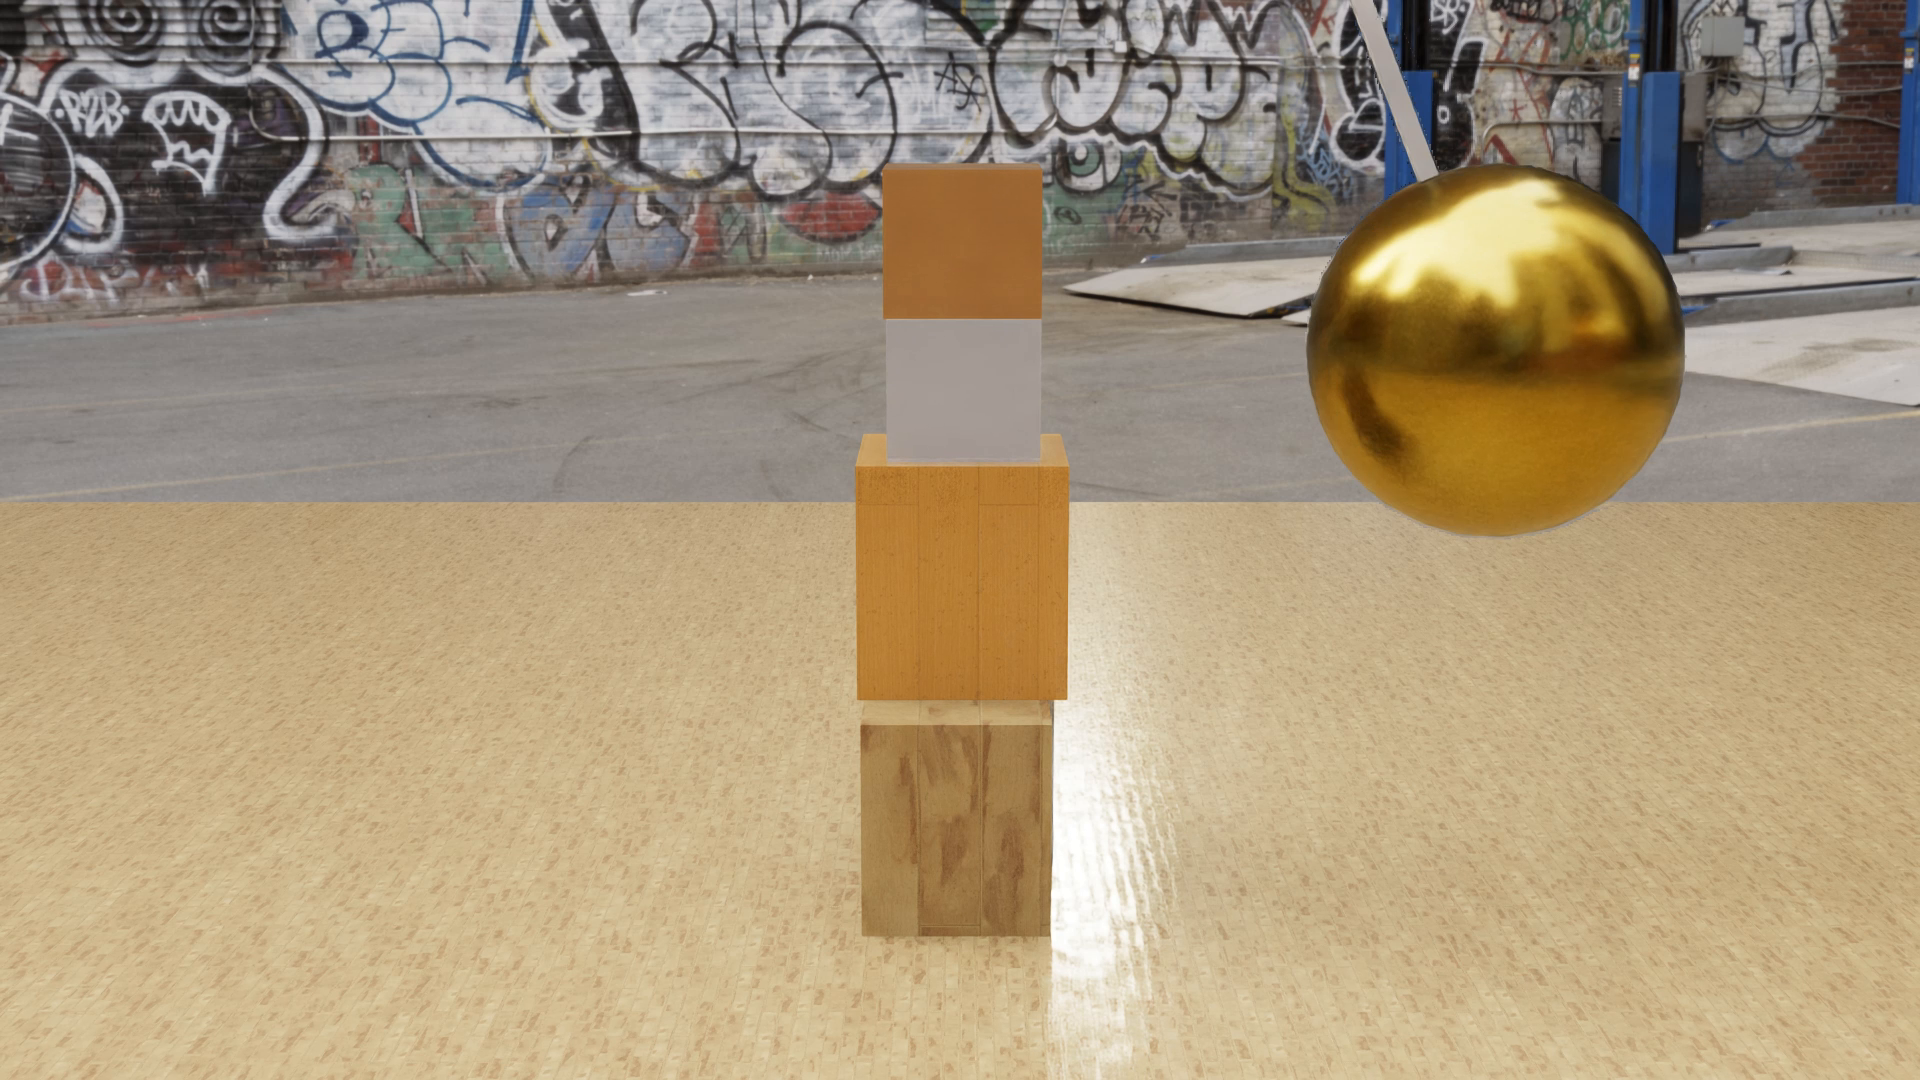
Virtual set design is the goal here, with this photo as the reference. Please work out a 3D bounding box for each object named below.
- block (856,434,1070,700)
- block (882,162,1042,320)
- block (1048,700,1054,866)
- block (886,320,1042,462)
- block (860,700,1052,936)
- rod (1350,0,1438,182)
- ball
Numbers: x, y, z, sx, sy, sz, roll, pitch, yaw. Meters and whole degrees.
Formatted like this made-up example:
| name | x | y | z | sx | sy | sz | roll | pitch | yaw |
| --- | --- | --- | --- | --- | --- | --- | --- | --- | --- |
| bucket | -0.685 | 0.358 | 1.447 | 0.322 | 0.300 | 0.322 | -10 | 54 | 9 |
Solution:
| name | x | y | z | sx | sy | sz | roll | pitch | yaw |
| --- | --- | --- | --- | --- | --- | --- | --- | --- | --- |
| block | 0.010 | 0.099 | 11.194 | 0.888 | 0.998 | 0.930 | 0 | 11 | 0 |
| block | 0.010 | -1.281 | 10.930 | 0.660 | 0.617 | 0.638 | 0 | 11 | 0 |
| block | 0.014 | 0.947 | 11.837 | 0.809 | 0.902 | 0.820 | 0 | 10 | 0 |
| block | 0.016 | -0.685 | 11.045 | 0.645 | 0.598 | 0.711 | 0 | 11 | 0 |
| block | -0.016 | 1.108 | 10.960 | 0.778 | 0.898 | 0.943 | 0 | 10 | 0 |
| rod | 0.994 | -3.902 | 10.471 | 0.080 | 5.200 | 0.080 | -22 | 10 | 4 |
| ball | 2.295 | -0.812 | 11.033 | 1.600 | 1.600 | 1.600 | 0 | 10 | 0 |
